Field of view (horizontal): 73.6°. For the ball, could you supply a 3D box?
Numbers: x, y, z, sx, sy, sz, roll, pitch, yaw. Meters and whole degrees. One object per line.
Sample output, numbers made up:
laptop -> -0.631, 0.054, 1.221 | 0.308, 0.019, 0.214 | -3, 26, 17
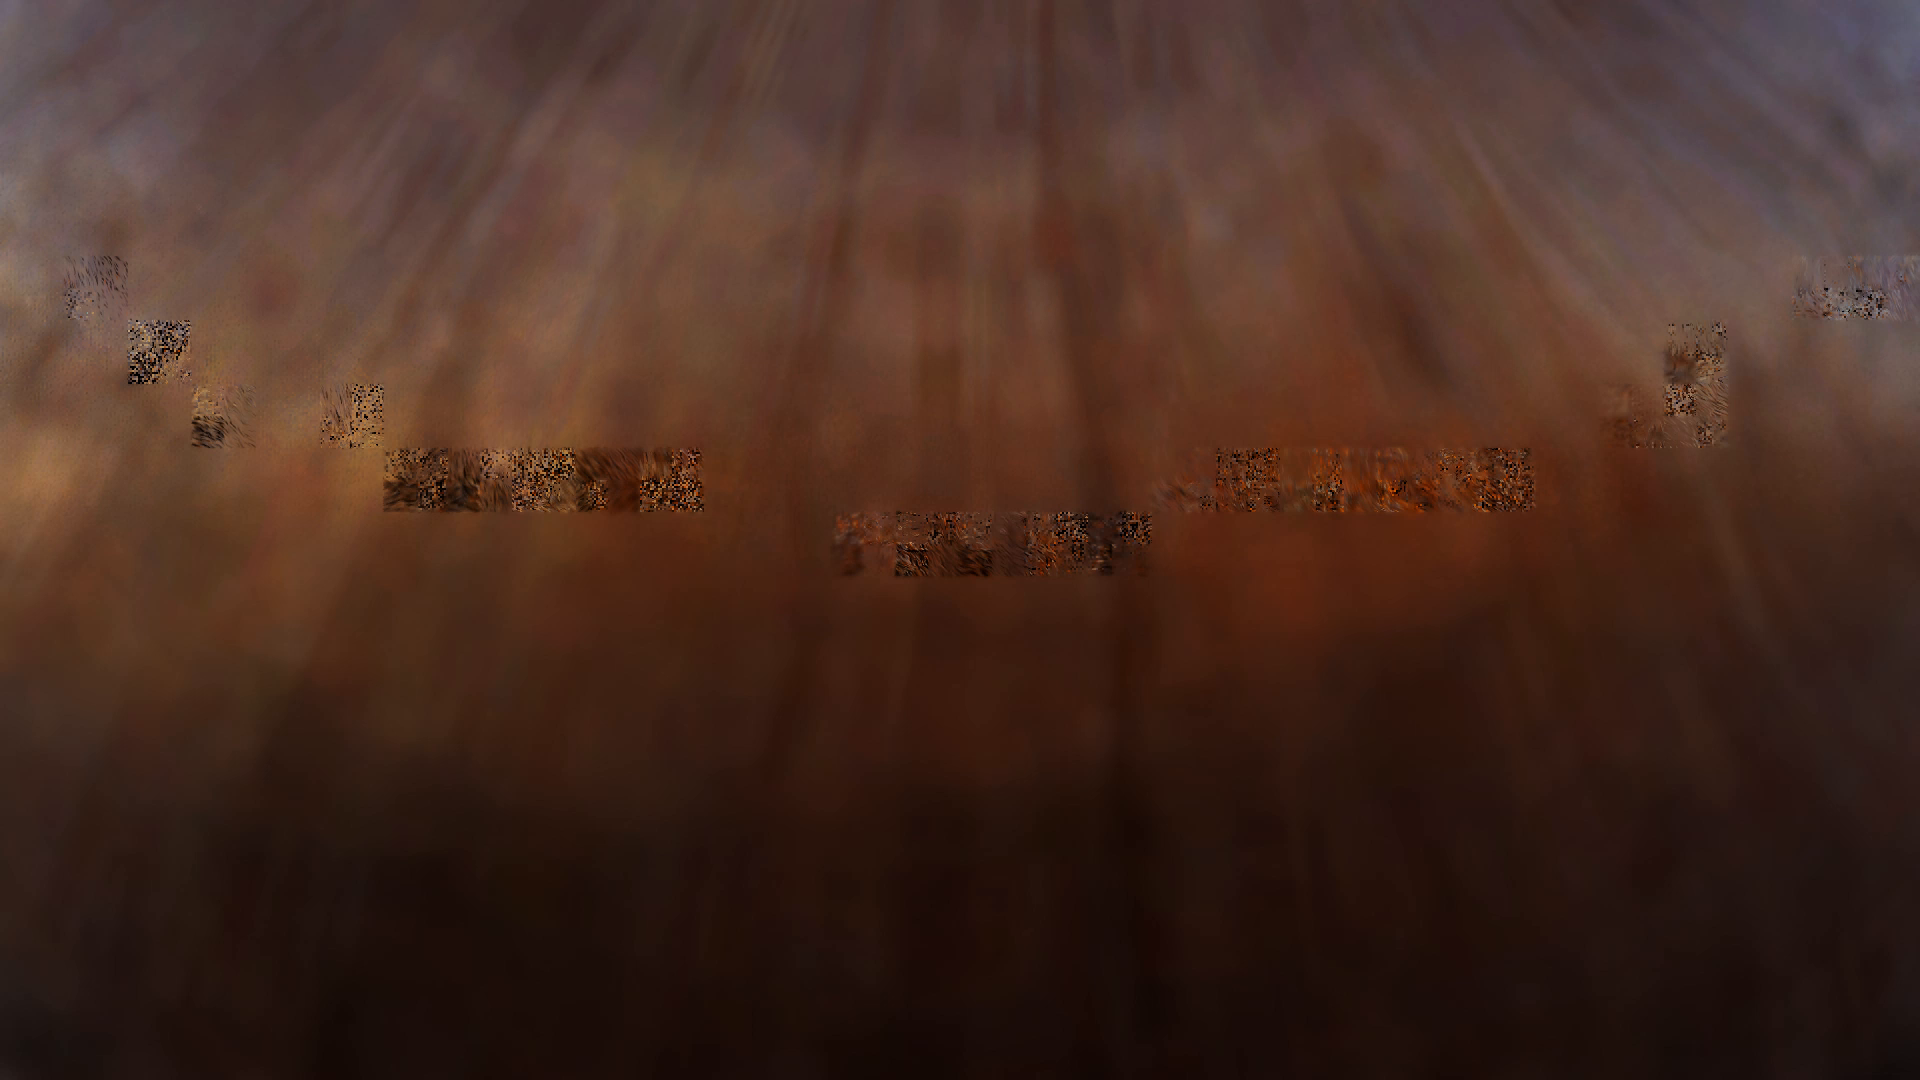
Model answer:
ball -> 0.000, -0.002, 0.056 | 0.080, 0.080, 0.080 | 0, 4, 0
